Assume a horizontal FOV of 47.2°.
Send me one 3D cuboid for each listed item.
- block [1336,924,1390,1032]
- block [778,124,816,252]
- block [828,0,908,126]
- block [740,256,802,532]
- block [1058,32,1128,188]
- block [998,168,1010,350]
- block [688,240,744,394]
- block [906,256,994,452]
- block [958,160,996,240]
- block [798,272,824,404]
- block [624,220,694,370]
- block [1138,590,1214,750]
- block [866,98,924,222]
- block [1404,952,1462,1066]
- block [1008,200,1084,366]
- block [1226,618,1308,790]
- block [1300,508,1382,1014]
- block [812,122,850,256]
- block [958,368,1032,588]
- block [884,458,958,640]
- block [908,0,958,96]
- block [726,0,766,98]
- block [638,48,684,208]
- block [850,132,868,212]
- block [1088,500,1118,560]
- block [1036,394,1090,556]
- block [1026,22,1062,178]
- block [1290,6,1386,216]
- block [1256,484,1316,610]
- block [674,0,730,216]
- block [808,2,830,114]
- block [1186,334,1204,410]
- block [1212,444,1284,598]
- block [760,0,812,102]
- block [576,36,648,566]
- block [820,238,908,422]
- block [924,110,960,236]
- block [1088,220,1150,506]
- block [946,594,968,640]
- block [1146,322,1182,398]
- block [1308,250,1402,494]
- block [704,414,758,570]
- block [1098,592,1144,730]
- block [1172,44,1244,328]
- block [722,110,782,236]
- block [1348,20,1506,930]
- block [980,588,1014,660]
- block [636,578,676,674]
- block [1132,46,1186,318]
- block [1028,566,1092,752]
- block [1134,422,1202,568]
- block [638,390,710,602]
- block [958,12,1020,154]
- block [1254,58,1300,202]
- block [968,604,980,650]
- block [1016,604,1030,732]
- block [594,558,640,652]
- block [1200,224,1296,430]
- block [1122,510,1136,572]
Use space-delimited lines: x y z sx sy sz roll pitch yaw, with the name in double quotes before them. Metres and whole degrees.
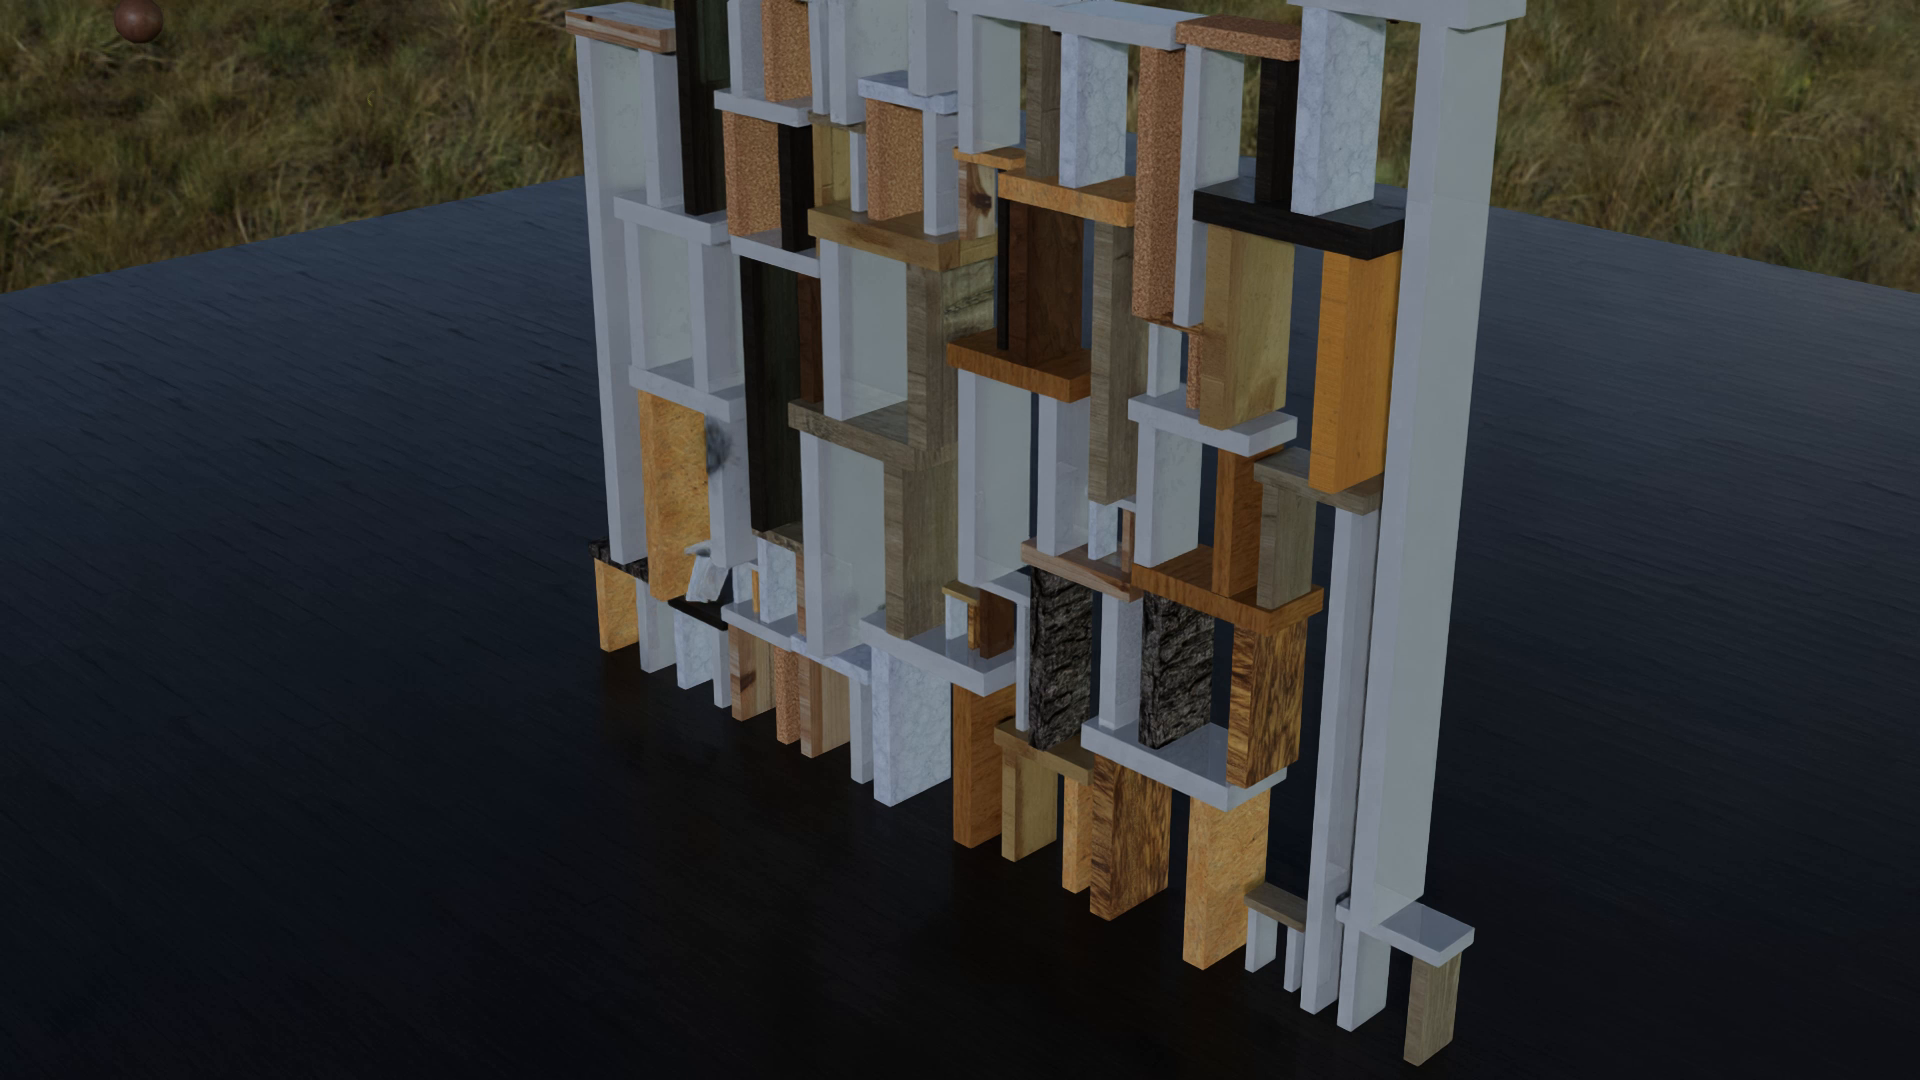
"block" 0.696 0.731 3.774 0.029 0.205 0.103 21 31 41
"block" -0.289 -0.689 4.244 0.035 0.247 0.123 21 31 41
"block" -0.166 -0.963 3.991 0.155 0.393 0.044 -20 31 -39
"block" -0.378 -0.308 4.507 0.037 0.587 0.130 21 31 41
"block" 0.223 -0.725 3.668 0.036 0.254 0.127 21 31 41
"block" 0.099 -0.502 3.901 0.072 0.328 0.020 -21 31 -40
"block" -0.478 -0.476 4.535 0.160 0.320 0.045 -21 31 -40
"block" -0.017 -0.356 4.085 0.176 0.353 0.050 -21 31 -41
"block" 0.030 -0.612 3.925 0.072 0.143 0.020 -21 30 -40
"block" -0.255 -0.411 4.331 0.130 0.260 0.037 -21 31 -41
"block" -0.628 -0.535 4.674 0.160 0.320 0.045 -21 31 -40
"block" 0.386 0.208 3.901 0.042 0.299 0.149 21 31 41
"block" -0.120 -0.709 4.050 0.112 0.223 0.032 -21 31 -40
"block" 0.793 0.769 3.685 0.029 0.205 0.103 21 31 41
"block" 0.151 -0.463 3.856 0.041 0.292 0.146 21 31 40
"block" 0.527 0.263 3.771 0.042 0.299 0.149 21 31 41
"block" 0.642 0.371 3.679 0.031 0.942 0.108 21 31 41
"block" -0.243 -0.674 4.194 0.075 0.256 0.021 -21 30 -40
"block" 0.064 -0.132 4.097 0.042 0.422 0.149 21 31 40
"block" -0.064 -0.001 4.290 0.051 0.360 0.180 21 31 40
"block" -0.021 -0.943 3.838 0.044 0.310 0.155 21 31 40
"block" -0.384 -0.985 4.213 0.126 0.253 0.036 -21 31 -40
"block" -0.568 -0.849 4.480 0.159 0.319 0.045 -21 31 -40
"block" -0.170 -0.694 4.106 0.075 0.150 0.021 -21 31 -41
"block" 0.256 -0.028 3.927 0.017 0.118 0.059 21 31 40
"block" 0.206 -0.133 3.943 0.042 0.299 0.149 21 31 40
"block" 0.167 -0.752 3.729 0.034 0.258 0.121 21 31 41
"block" 0.573 -0.657 3.321 0.044 0.308 0.154 21 31 41
"block" 0.541 -0.003 3.631 0.108 0.216 0.031 -21 31 -41
"block" -0.499 -0.911 4.376 0.126 0.516 0.036 -21 31 -40
"block" -0.231 -0.901 4.084 0.028 0.203 0.099 19 30 41
"block" 0.407 -0.288 3.661 0.018 0.130 0.065 21 31 41
"block" 0.481 -0.045 3.677 0.036 0.257 0.129 21 31 41
"block" -0.327 -0.939 4.173 0.099 0.199 0.028 -21 30 -40
"block" -0.718 -0.513 4.788 0.045 1.177 0.159 21 31 41
"block" -0.184 -0.422 4.238 0.176 0.353 0.050 -21 31 -40
"block" -0.014 -0.668 3.953 0.112 0.223 0.032 -21 31 -40
"block" 0.289 -0.315 3.770 0.041 0.498 0.146 21 31 40
"block" -0.007 0.143 4.289 0.047 0.095 0.013 -21 31 -41
"block" 0.346 -0.312 3.718 0.018 0.130 0.065 21 31 40
"block" 0.625 -0.277 3.433 0.048 0.383 0.168 21 31 41
"block" -0.453 -0.123 4.666 0.169 0.338 0.048 -21 31 -40
"block" 0.311 0.201 3.967 0.037 0.261 0.131 21 31 41
"block" 0.400 -0.574 3.540 0.110 0.455 0.031 -21 31 -40
"block" -0.406 -0.735 4.351 0.035 0.247 0.123 21 31 41
"block" 0.718 -0.062 3.415 0.044 1.477 0.154 21 31 41
"block" 0.071 0.150 4.211 0.020 0.144 0.072 21 31 41
"block" -0.682 0.179 5.043 0.033 0.231 0.116 21 31 41
"block" 0.343 -0.591 3.596 0.127 0.443 0.036 -21 31 -41
"block" 0.188 0.203 4.102 0.037 0.371 0.131 21 31 41
"block" 0.360 -0.092 3.788 0.036 0.257 0.129 21 31 41
"block" -0.613 -0.116 4.841 0.169 0.486 0.048 -21 31 -40
"block" 0.051 -0.803 3.830 0.034 0.242 0.121 21 31 40
"block" 0.506 -0.642 3.398 0.031 0.220 0.110 21 31 41
"block" 0.038 0.161 4.248 0.047 0.094 0.013 -21 31 -41
"block" 0.139 0.231 4.172 0.072 0.264 0.020 -21 31 -41
"block" -0.791 0.136 5.144 0.033 0.231 0.116 21 31 41
"block" 0.467 -0.361 3.570 0.048 0.336 0.168 21 31 41
"block" 0.311 -0.007 3.876 0.017 0.118 0.059 21 31 41
